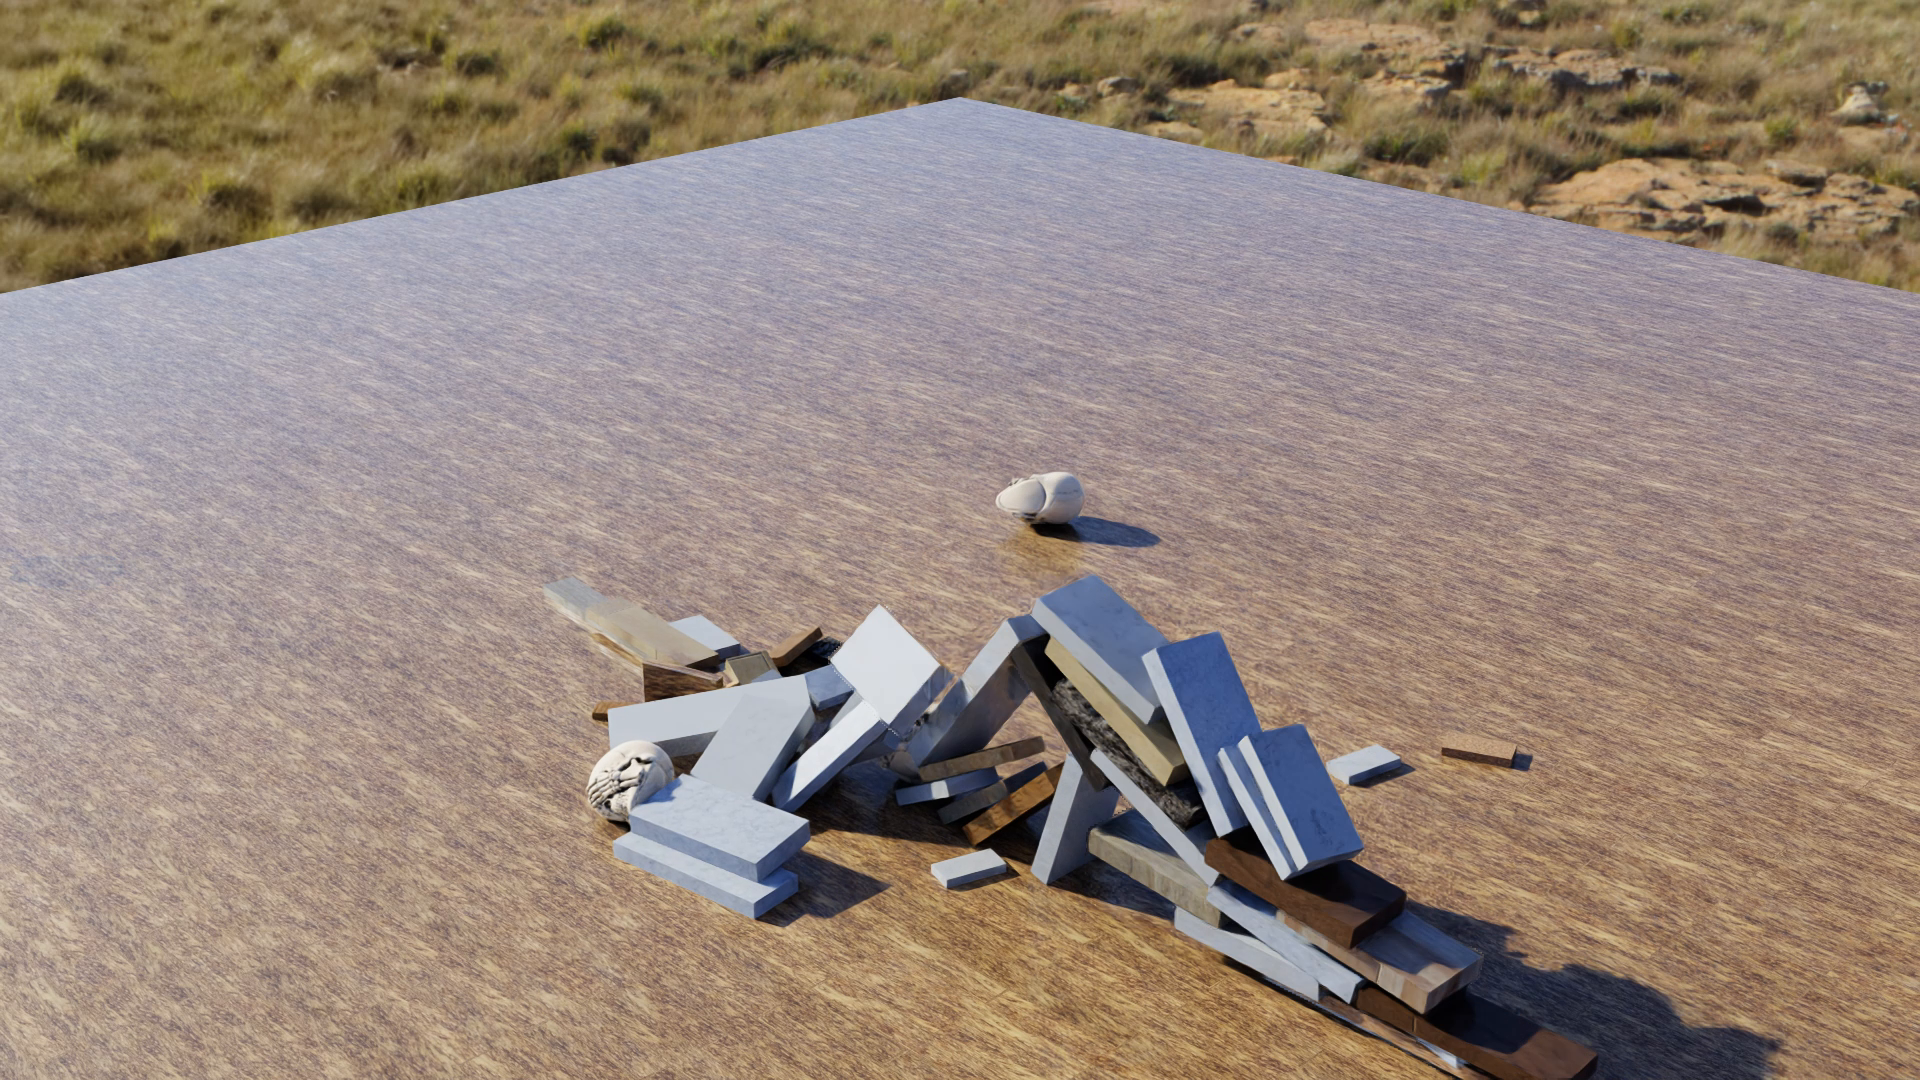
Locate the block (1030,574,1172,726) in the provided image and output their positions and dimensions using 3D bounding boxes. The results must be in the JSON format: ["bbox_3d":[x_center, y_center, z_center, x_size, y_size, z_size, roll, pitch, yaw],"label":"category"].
[{"bbox_3d":[0.290,0.195,3.988,0.155,0.044,0.310,-22,54,-40],"label":"block"}]

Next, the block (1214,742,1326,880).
[{"bbox_3d":[0.551,0.456,3.788,0.123,0.035,0.246,-13,63,-31],"label":"block"}]

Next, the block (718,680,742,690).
[{"bbox_3d":[-0.522,0.354,4.799,0.113,0.057,0.016,-26,25,1],"label":"block"}]

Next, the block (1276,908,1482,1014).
[{"bbox_3d":[0.706,0.672,3.719,0.155,0.044,0.310,-20,38,-40],"label":"block"}]

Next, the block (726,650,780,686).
[{"bbox_3d":[-0.438,0.328,4.871,0.097,0.028,0.194,-11,45,-26],"label":"block"}]

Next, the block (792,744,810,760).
[{"bbox_3d":[-0.358,0.438,4.680,0.057,0.016,0.190,13,10,-41],"label":"block"}]

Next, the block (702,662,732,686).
[{"bbox_3d":[-0.507,0.332,4.944,0.097,0.028,0.194,-17,28,-35],"label":"block"}]

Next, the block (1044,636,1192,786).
[{"bbox_3d":[0.332,0.281,3.980,0.177,0.050,0.355,-16,51,-36],"label":"block"}]

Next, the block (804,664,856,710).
[{"bbox_3d":[-0.266,0.318,4.944,0.193,0.027,0.096,-18,45,-36],"label":"block"}]

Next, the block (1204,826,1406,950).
[{"bbox_3d":[0.591,0.579,3.776,0.310,0.044,0.155,28,36,36],"label":"block"}]

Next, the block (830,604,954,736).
[{"bbox_3d":[-0.139,0.256,4.395,0.155,0.044,0.310,-49,33,0],"label":"block"}]

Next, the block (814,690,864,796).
[{"bbox_3d":[-0.237,0.402,4.525,0.035,0.250,0.125,39,-4,-21],"label":"block"}]

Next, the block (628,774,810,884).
[{"bbox_3d":[-0.468,0.557,4.277,0.323,0.046,0.162,15,33,32],"label":"block"}]

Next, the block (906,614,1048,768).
[{"bbox_3d":[0.067,0.289,4.315,0.177,0.439,0.050,-11,59,-40],"label":"block"}]

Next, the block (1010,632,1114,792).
[{"bbox_3d":[0.238,0.307,4.089,0.152,0.043,0.304,-19,69,-39],"label":"block"}]

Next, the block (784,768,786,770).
[{"bbox_3d":[-0.397,0.480,4.607,0.063,0.018,0.127,1,23,2],"label":"block"}]

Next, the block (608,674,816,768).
[{"bbox_3d":[-0.534,0.386,4.711,0.430,0.046,0.162,-10,29,-6],"label":"block"}]

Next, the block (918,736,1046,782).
[{"bbox_3d":[0.044,0.438,4.394,0.230,0.033,0.115,-17,-5,34],"label":"block"}]

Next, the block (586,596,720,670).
[{"bbox_3d":[-0.721,0.223,5.140,0.096,0.027,0.415,-18,29,-37],"label":"block"}]

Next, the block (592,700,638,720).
[{"bbox_3d":[-0.749,0.378,4.850,0.113,0.016,0.057,3,23,6],"label":"block"}]

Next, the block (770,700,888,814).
[{"bbox_3d":[-0.227,0.401,4.427,0.397,0.027,0.097,-42,30,11],"label":"block"}]

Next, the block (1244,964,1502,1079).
[{"bbox_3d":[0.716,0.803,3.787,0.097,0.028,0.559,-21,31,-40],"label":"block"}]

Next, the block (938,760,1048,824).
[{"bbox_3d":[0.066,0.502,4.364,0.115,0.033,0.230,-21,-7,-41],"label":"block"}]

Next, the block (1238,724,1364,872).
[{"bbox_3d":[0.584,0.439,3.770,0.123,0.035,0.246,-8,61,-30],"label":"block"}]

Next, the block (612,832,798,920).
[{"bbox_3d":[-0.492,0.628,4.236,0.368,0.035,0.125,16,28,34],"label":"block"}]

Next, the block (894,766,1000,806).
[{"bbox_3d":[-0.028,0.493,4.413,0.115,0.033,0.230,-14,-4,-29],"label":"block"}]

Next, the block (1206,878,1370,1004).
[{"bbox_3d":[0.607,0.670,3.845,0.160,0.045,0.320,-22,43,-41],"label":"block"}]

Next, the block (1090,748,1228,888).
[{"bbox_3d":[0.400,0.467,3.957,0.155,0.044,0.328,-20,56,-39],"label":"block"}]

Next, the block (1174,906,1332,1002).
[{"bbox_3d":[0.558,0.705,3.923,0.160,0.045,0.320,-21,31,-40],"label":"block"}]

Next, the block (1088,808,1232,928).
[{"bbox_3d":[0.407,0.594,4.044,0.160,0.045,0.320,-20,34,-39],"label":"block"}]

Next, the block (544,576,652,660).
[{"bbox_3d":[-0.805,0.205,5.249,0.083,0.024,0.608,-18,29,-36],"label":"block"}]

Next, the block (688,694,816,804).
[{"bbox_3d":[-0.441,0.449,4.515,0.162,0.046,0.323,6,40,23],"label":"block"}]

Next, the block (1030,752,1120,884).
[{"bbox_3d":[0.235,0.506,4.179,0.152,0.304,0.043,-21,48,-40],"label":"block"}]

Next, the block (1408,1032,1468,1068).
[{"bbox_3d":[0.803,0.811,3.697,0.097,0.028,0.194,-14,27,-29],"label":"block"}]

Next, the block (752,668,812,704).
[{"bbox_3d":[-0.393,0.339,4.834,0.127,0.018,0.063,37,46,27],"label":"block"}]

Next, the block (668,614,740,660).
[{"bbox_3d":[-0.606,0.232,5.178,0.096,0.027,0.193,-15,27,-32],"label":"block"}]

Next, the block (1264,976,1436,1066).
[{"bbox_3d":[0.815,0.863,3.705,0.712,0.018,0.063,21,31,41],"label":"block"}]

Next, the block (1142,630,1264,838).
[{"bbox_3d":[0.456,0.339,3.874,0.155,0.342,0.044,-13,-16,-36],"label":"block"}]

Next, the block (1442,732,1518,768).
[{"bbox_3d":[1.105,0.447,4.682,0.146,0.021,0.073,9,25,21],"label":"block"}]

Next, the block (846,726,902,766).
[{"bbox_3d":[-0.191,0.397,4.540,0.250,0.035,0.125,-23,34,52],"label":"block"}]

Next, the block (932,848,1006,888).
[{"bbox_3d":[0.017,0.633,4.245,0.130,0.018,0.065,-11,26,-25],"label":"block"}]

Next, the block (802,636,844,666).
[{"bbox_3d":[-0.279,0.271,5.091,0.083,0.024,0.166,-21,31,-40],"label":"block"}]

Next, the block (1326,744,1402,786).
[{"bbox_3d":[0.848,0.472,4.623,0.146,0.021,0.073,-14,27,-30],"label":"block"}]

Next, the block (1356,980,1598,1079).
[{"bbox_3d":[0.849,0.807,3.627,0.378,0.035,0.123,21,31,39],"label":"block"}]

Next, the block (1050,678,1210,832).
[{"bbox_3d":[0.348,0.359,3.975,0.177,0.050,0.355,-22,54,-40],"label":"block"}]

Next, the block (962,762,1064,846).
[{"bbox_3d":[0.145,0.498,4.275,0.152,0.043,0.304,-21,-13,-40],"label":"block"}]

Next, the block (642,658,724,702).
[{"bbox_3d":[-0.611,0.330,4.859,0.194,0.097,0.028,12,26,25],"label":"block"}]

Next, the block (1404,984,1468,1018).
[{"bbox_3d":[0.747,0.724,3.709,0.097,0.028,0.194,-18,36,-35],"label":"block"}]

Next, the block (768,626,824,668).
[{"bbox_3d":[-0.394,0.253,5.088,0.083,0.024,0.167,-16,13,33],"label":"block"}]
